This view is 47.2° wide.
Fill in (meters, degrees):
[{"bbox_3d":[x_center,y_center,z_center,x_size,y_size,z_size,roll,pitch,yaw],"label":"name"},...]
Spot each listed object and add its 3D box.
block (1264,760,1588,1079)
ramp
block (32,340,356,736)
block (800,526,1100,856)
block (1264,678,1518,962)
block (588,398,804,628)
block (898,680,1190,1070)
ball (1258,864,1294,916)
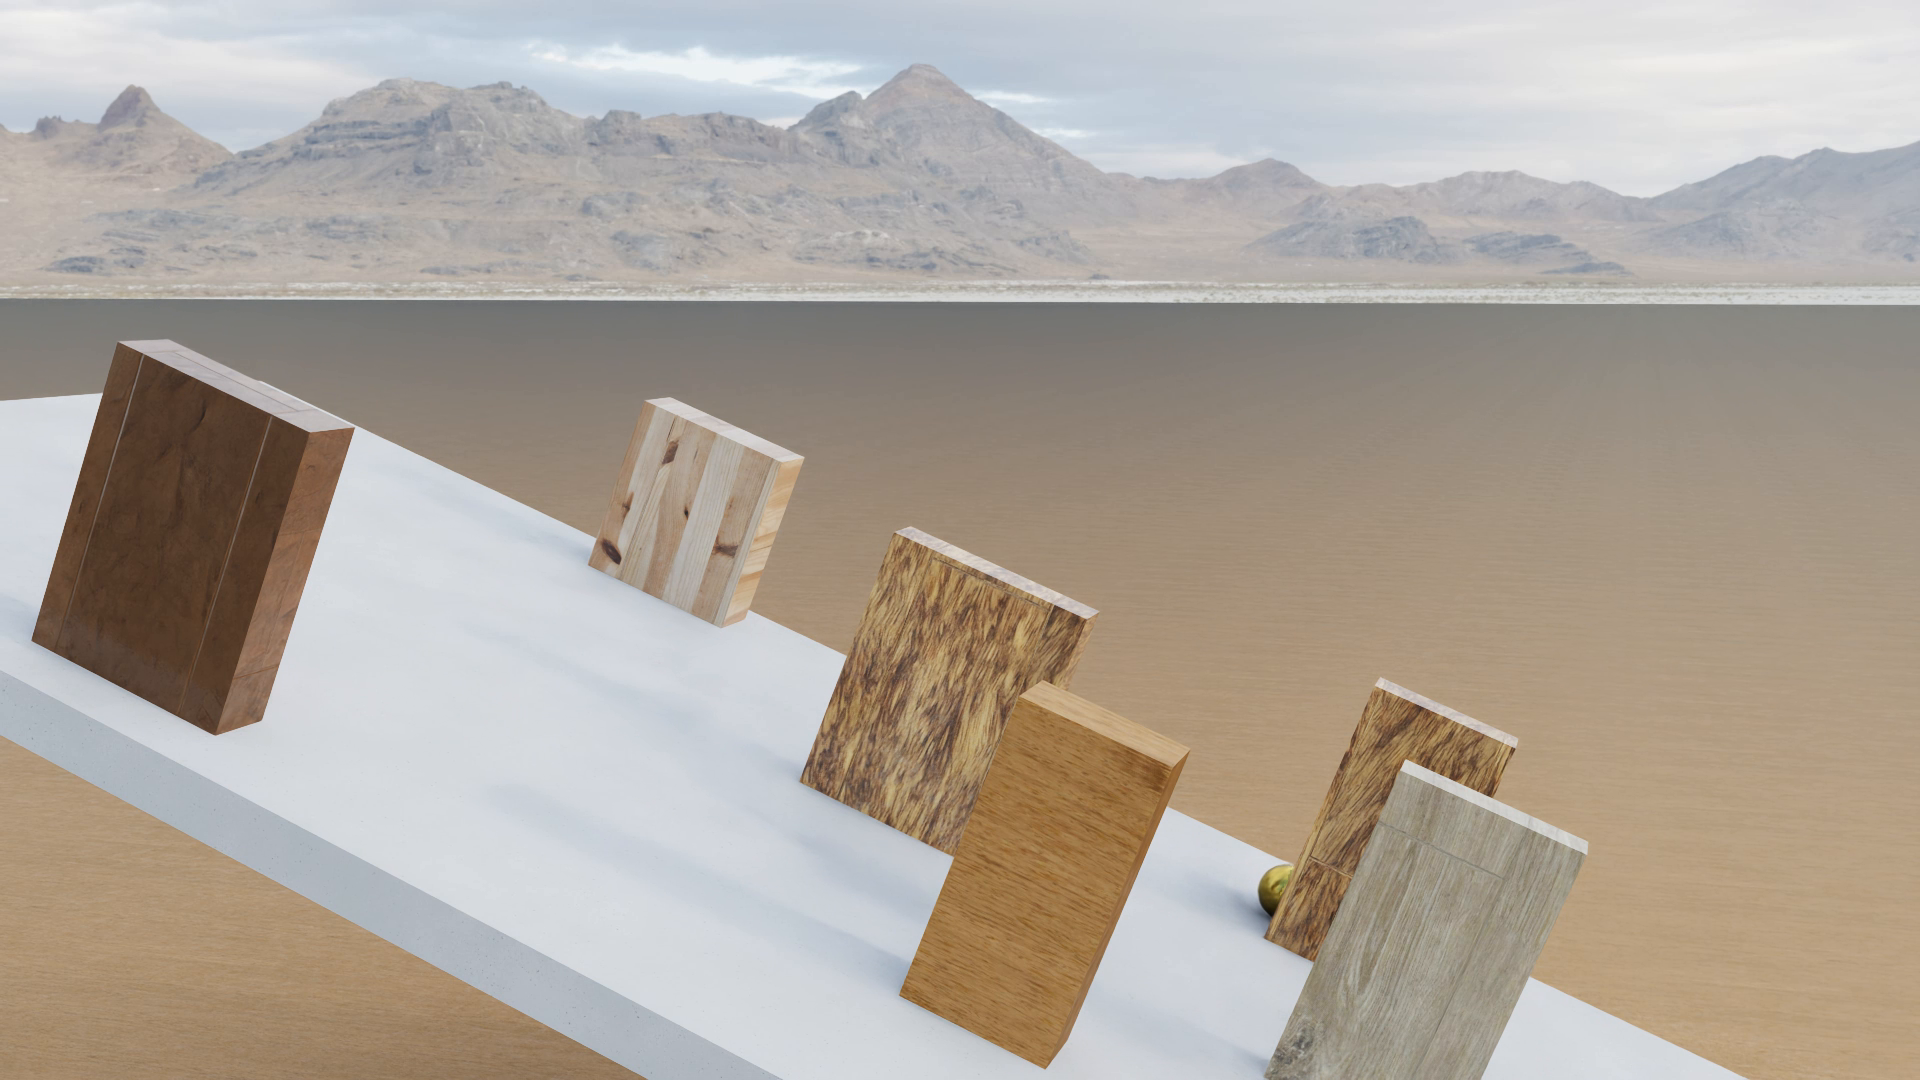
[{"bbox_3d":[0.783,0.713,3.720,0.325,0.595,0.086,24,13,13],"label":"block"},{"bbox_3d":[-0.311,0.555,4.197,4.000,0.100,2.000,24,13,13],"label":"ramp"},{"bbox_3d":[-1.251,-0.008,3.579,0.373,0.530,0.127,24,13,13],"label":"block"},{"bbox_3d":[-0.024,0.305,4.245,0.408,0.537,0.101,24,13,13],"label":"block"},{"bbox_3d":[0.856,0.597,4.380,0.292,0.569,0.096,24,13,13],"label":"block"},{"bbox_3d":[-0.615,-0.066,5.111,0.363,0.416,0.141,24,13,13],"label":"block"},{"bbox_3d":[0.135,0.535,3.534,0.264,0.541,0.144,24,13,13],"label":"block"},{"bbox_3d":[0.676,0.731,4.563,0.116,0.116,0.116,0,7,0],"label":"ball"}]
